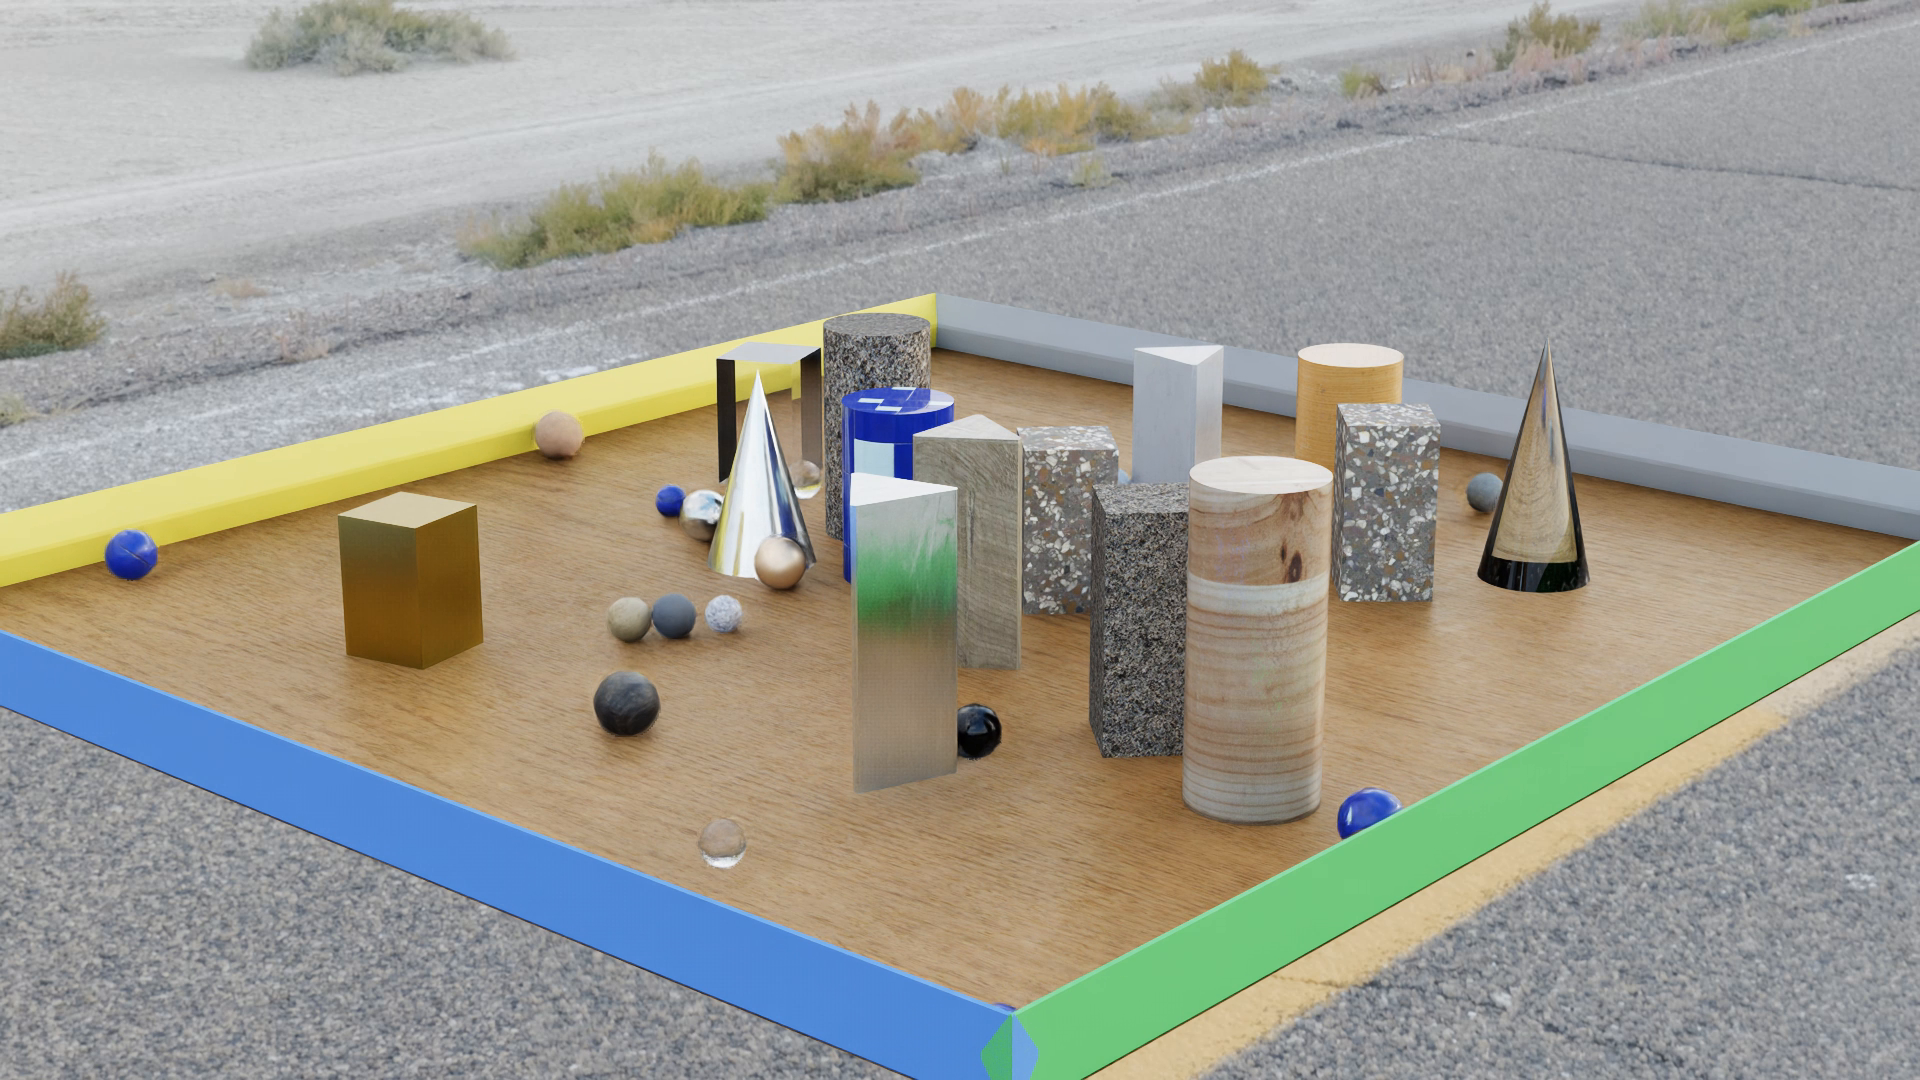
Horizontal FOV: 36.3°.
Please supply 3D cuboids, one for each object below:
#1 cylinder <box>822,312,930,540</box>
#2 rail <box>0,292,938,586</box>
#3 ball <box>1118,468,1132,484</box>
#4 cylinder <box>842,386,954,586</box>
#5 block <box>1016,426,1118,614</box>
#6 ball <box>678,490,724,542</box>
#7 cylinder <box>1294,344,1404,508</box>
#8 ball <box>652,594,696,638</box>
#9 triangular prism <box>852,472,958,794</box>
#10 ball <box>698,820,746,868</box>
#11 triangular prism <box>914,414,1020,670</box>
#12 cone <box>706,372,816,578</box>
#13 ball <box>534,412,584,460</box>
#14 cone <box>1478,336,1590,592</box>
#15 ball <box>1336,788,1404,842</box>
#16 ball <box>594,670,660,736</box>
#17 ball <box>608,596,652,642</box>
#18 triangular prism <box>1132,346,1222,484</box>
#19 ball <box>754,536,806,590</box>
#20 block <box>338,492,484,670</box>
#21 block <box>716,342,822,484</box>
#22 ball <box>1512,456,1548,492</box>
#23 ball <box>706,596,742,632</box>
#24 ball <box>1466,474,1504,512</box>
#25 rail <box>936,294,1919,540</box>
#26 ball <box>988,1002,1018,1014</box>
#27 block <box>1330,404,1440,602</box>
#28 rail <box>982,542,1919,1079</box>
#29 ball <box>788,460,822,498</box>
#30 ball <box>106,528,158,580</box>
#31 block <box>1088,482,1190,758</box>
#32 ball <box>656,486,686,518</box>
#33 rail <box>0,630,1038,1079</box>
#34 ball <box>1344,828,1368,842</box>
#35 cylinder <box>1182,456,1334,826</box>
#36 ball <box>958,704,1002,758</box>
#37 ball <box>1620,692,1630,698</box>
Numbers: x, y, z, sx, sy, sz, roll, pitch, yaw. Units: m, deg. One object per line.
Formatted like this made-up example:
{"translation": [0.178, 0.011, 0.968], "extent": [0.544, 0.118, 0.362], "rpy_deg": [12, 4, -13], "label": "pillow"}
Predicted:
{"translation": [-0.153, -0.209, 5.461], "extent": [0.199, 0.396, 0.199], "rpy_deg": [0, 17, 0], "label": "cylinder"}
{"translation": [-0.971, -0.211, 5.927], "extent": [0.045, 0.129, 2.838], "rpy_deg": [14, 22, 39], "label": "rail"}
{"translation": [0.300, -0.108, 5.697], "extent": [0.067, 0.067, 0.067], "rpy_deg": [0, 17, 0], "label": "ball"}
{"translation": [-0.109, -0.091, 5.200], "extent": [0.199, 0.322, 0.199], "rpy_deg": [0, 17, 0], "label": "cylinder"}
{"translation": [0.183, -0.035, 5.069], "extent": [0.159, 0.290, 0.159], "rpy_deg": [-1, 17, -4], "label": "block"}
{"translation": [-0.473, -0.045, 5.437], "extent": [0.097, 0.097, 0.097], "rpy_deg": [0, 17, 0], "label": "ball"}
{"translation": [0.740, -0.203, 5.596], "extent": [0.199, 0.307, 0.199], "rpy_deg": [0, 17, 0], "label": "cylinder"}
{"translation": [-0.478, 0.126, 4.906], "extent": [0.075, 0.075, 0.075], "rpy_deg": [0, 17, 0], "label": "ball"}
{"translation": [-0.115, 0.128, 4.279], "extent": [0.172, 0.433, 0.149], "rpy_deg": [-10, 19, -30], "label": "triangular prism"}
{"translation": [-0.322, 0.412, 3.974], "extent": [0.066, 0.066, 0.066], "rpy_deg": [0, 17, 0], "label": "ball"}
{"translation": [0.021, 0.000, 4.784], "extent": [0.172, 0.386, 0.149], "rpy_deg": [2, 17, 7], "label": "triangular prism"}
{"translation": [-0.360, -0.132, 5.275], "extent": [0.199, 0.357, 0.199], "rpy_deg": [0, 17, 0], "label": "cone"}
{"translation": [-0.820, -0.214, 5.995], "extent": [0.099, 0.099, 0.099], "rpy_deg": [0, 17, 0], "label": "ball"}
{"translation": [1.025, -0.148, 5.178], "extent": [0.199, 0.442, 0.199], "rpy_deg": [0, 17, 0], "label": "cone"}
{"translation": [0.563, 0.386, 4.008], "extent": [0.096, 0.096, 0.096], "rpy_deg": [0, 17, 0], "label": "ball"}
{"translation": [-0.507, 0.248, 4.459], "extent": [0.099, 0.099, 0.099], "rpy_deg": [0, 17, 0], "label": "ball"}
{"translation": [-0.551, 0.131, 4.889], "extent": [0.075, 0.075, 0.075], "rpy_deg": [0, 17, 0], "label": "ball"}
{"translation": [0.447, -0.219, 5.665], "extent": [0.149, 0.298, 0.172], "rpy_deg": [-13, 21, -36], "label": "triangular prism"}
{"translation": [-0.318, 0.040, 5.161], "extent": [0.092, 0.092, 0.092], "rpy_deg": [0, 17, 0], "label": "ball"}
{"translation": [-0.902, 0.065, 4.823], "extent": [0.159, 0.240, 0.159], "rpy_deg": [9, 19, 28], "label": "block"}
{"translation": [-0.378, -0.249, 5.839], "extent": [0.159, 0.255, 0.159], "rpy_deg": [6, 18, 18], "label": "block"}
{"translation": [1.122, -0.130, 5.766], "extent": [0.070, 0.070, 0.070], "rpy_deg": [0, 17, 0], "label": "ball"}
{"translation": [-0.397, 0.124, 4.933], "extent": [0.062, 0.062, 0.062], "rpy_deg": [0, 17, 0], "label": "ball"}
{"translation": [1.010, -0.090, 5.623], "extent": [0.076, 0.076, 0.076], "rpy_deg": [0, 17, 0], "label": "ball"}
{"translation": [0.915, -0.271, 6.129], "extent": [2.619, 0.129, 0.045], "rpy_deg": [14, 22, 39], "label": "rail"}
{"translation": [0.043, 0.578, 3.395], "extent": [0.082, 0.082, 0.082], "rpy_deg": [0, 17, 0], "label": "ball"}
{"translation": [0.743, -0.067, 5.131], "extent": [0.159, 0.315, 0.159], "rpy_deg": [0, 17, 1], "label": "block"}
{"translation": [0.971, 0.275, 4.313], "extent": [0.045, 0.129, 2.838], "rpy_deg": [14, 22, 39], "label": "rail"}
{"translation": [-0.306, -0.118, 5.717], "extent": [0.075, 0.075, 0.075], "rpy_deg": [0, 17, 0], "label": "ball"}
{"translation": [-1.474, 0.025, 5.217], "extent": [0.090, 0.090, 0.090], "rpy_deg": [0, 17, 0], "label": "ball"}
{"translation": [0.285, 0.119, 4.403], "extent": [0.159, 0.379, 0.159], "rpy_deg": [-1, 17, -5], "label": "block"}
{"translation": [-0.551, -0.074, 5.595], "extent": [0.061, 0.061, 0.061], "rpy_deg": [0, 17, 0], "label": "ball"}
{"translation": [-0.915, 0.336, 4.111], "extent": [2.619, 0.129, 0.045], "rpy_deg": [14, 22, 39], "label": "rail"}
{"translation": [0.546, 0.423, 3.925], "extent": [0.073, 0.073, 0.073], "rpy_deg": [0, 17, 0], "label": "ball"}
{"translation": [0.419, 0.141, 4.145], "extent": [0.199, 0.485, 0.199], "rpy_deg": [0, 17, 0], "label": "cylinder"}
{"translation": [0.022, 0.285, 4.368], "extent": [0.081, 0.081, 0.081], "rpy_deg": [0, 17, 0], "label": "ball"}
{"translation": [1.023, 0.266, 4.448], "extent": [0.071, 0.071, 0.071], "rpy_deg": [0, 17, 0], "label": "ball"}
